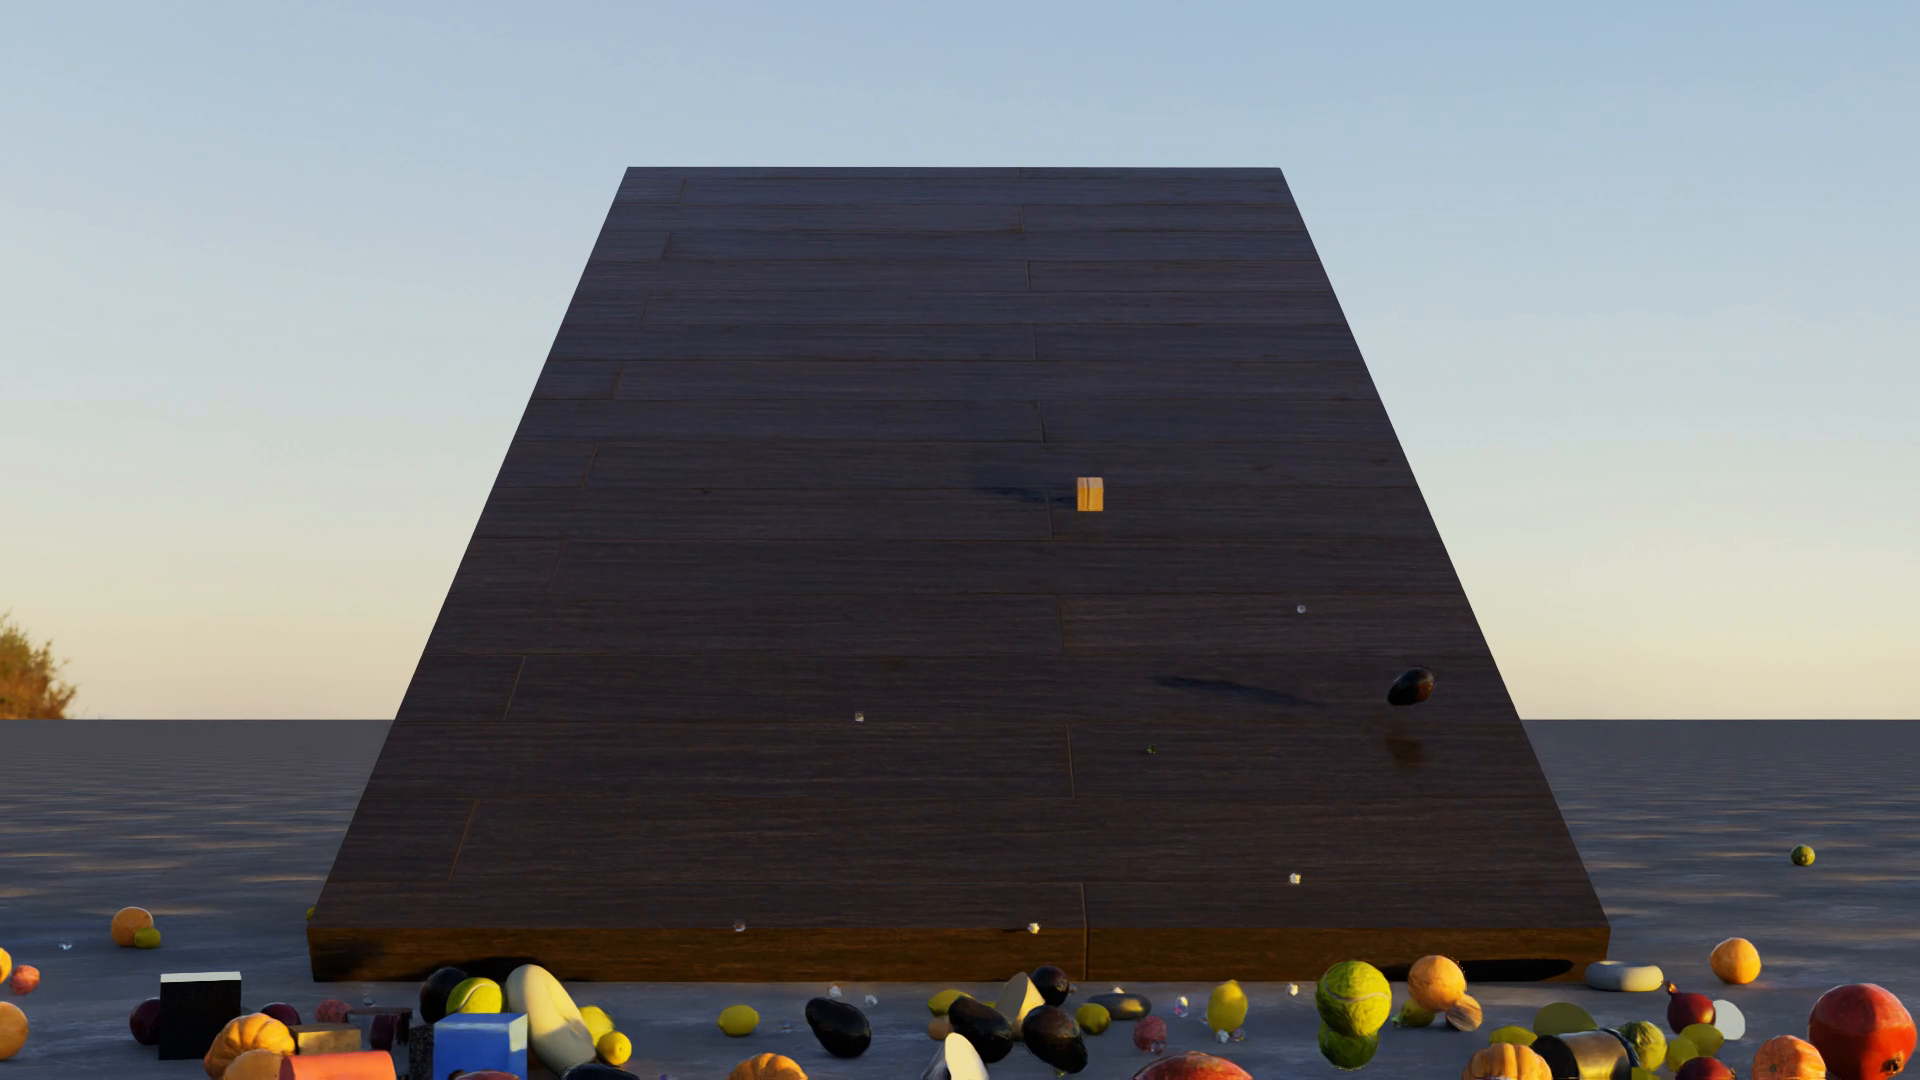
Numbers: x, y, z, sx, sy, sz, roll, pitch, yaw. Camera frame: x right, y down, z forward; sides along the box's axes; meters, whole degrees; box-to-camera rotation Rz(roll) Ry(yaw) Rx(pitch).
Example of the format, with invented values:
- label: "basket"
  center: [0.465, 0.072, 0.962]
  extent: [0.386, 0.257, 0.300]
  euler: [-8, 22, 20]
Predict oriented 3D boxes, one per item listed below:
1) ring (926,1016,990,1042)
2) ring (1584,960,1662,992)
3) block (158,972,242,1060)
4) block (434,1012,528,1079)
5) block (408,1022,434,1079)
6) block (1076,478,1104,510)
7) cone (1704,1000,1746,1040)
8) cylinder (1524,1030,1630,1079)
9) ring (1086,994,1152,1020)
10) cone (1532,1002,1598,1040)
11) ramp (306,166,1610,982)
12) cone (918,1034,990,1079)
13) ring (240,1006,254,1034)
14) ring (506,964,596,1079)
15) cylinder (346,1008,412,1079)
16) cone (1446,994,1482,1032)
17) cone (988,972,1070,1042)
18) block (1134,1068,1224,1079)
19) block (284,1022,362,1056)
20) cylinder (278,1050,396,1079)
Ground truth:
- label: "ring"
  center: [-0.002, 0.625, 3.010]
  extent: [0.081, 0.027, 0.081]
  euler: [-1, -5, 0]
- label: "ring"
  center: [1.004, 0.660, 3.559]
  extent: [0.115, 0.038, 0.115]
  euler: [1, -3, 0]
- label: "block"
  center: [-0.932, 0.583, 2.885]
  extent: [0.093, 0.093, 0.093]
  euler: [1, -4, -18]
- label: "block"
  center: [-0.526, 0.566, 2.581]
  extent: [0.082, 0.082, 0.082]
  euler: [0, -4, 4]
- label: "block"
  center: [-0.591, 0.586, 2.694]
  extent: [0.058, 0.058, 0.058]
  euler: [-1, -4, 12]
- label: "block"
  center: [0.275, -0.097, 4.982]
  extent: [0.053, 0.053, 0.053]
  euler: [0, 26, 0]
- label: "cone"
  center: [0.973, 0.628, 3.032]
  extent: [0.054, 0.054, 0.054]
  euler: [1, -31, -19]
- label: "cylinder"
  center: [0.655, 0.562, 2.494]
  extent: [0.077, 0.077, 0.077]
  euler: [3, -5, -32]
- label: "ring"
  center: [0.217, 0.640, 3.225]
  extent: [0.089, 0.030, 0.089]
  euler: [0, -6, 0]
- label: "cone"
  center: [0.716, 0.606, 2.819]
  extent: [0.080, 0.080, 0.080]
  euler: [0, -31, -3]
- label: "ramp"
  center: [-0.010, -0.229, 5.430]
  extent: [2.000, 0.100, 4.000]
  euler: [0, 26, 0]
- label: "cone"
  center: [-0.027, 0.579, 2.476]
  extent: [0.090, 0.090, 0.090]
  euler: [-30, -15, 18]
- label: "ring"
  center: [-0.969, 0.627, 3.066]
  extent: [0.097, 0.032, 0.097]
  euler: [0, -5, 0]
- label: "ring"
  center: [-0.469, 0.552, 2.696]
  extent: [0.049, 0.146, 0.146]
  euler: [-33, -3, -3]
- label: "cylinder"
  center: [-0.665, 0.577, 2.691]
  extent: [0.076, 0.076, 0.076]
  euler: [0, -4, 0]
- label: "cone"
  center: [0.656, 0.634, 3.116]
  extent: [0.052, 0.052, 0.052]
  euler: [1, -31, -17]
- label: "cone"
  center: [0.102, 0.616, 3.004]
  extent: [0.096, 0.096, 0.096]
  euler: [29, -12, -13]
- label: "block"
  center: [0.214, 0.554, 2.297]
  extent: [0.063, 0.063, 0.063]
  euler: [-3, -5, 39]
- label: "block"
  center: [-0.707, 0.575, 2.608]
  extent: [0.068, 0.068, 0.068]
  euler: [2, -5, -28]
- label: "cylinder"
  center: [-0.594, 0.535, 2.240]
  extent: [0.093, 0.093, 0.093]
  euler: [2, -5, -27]
